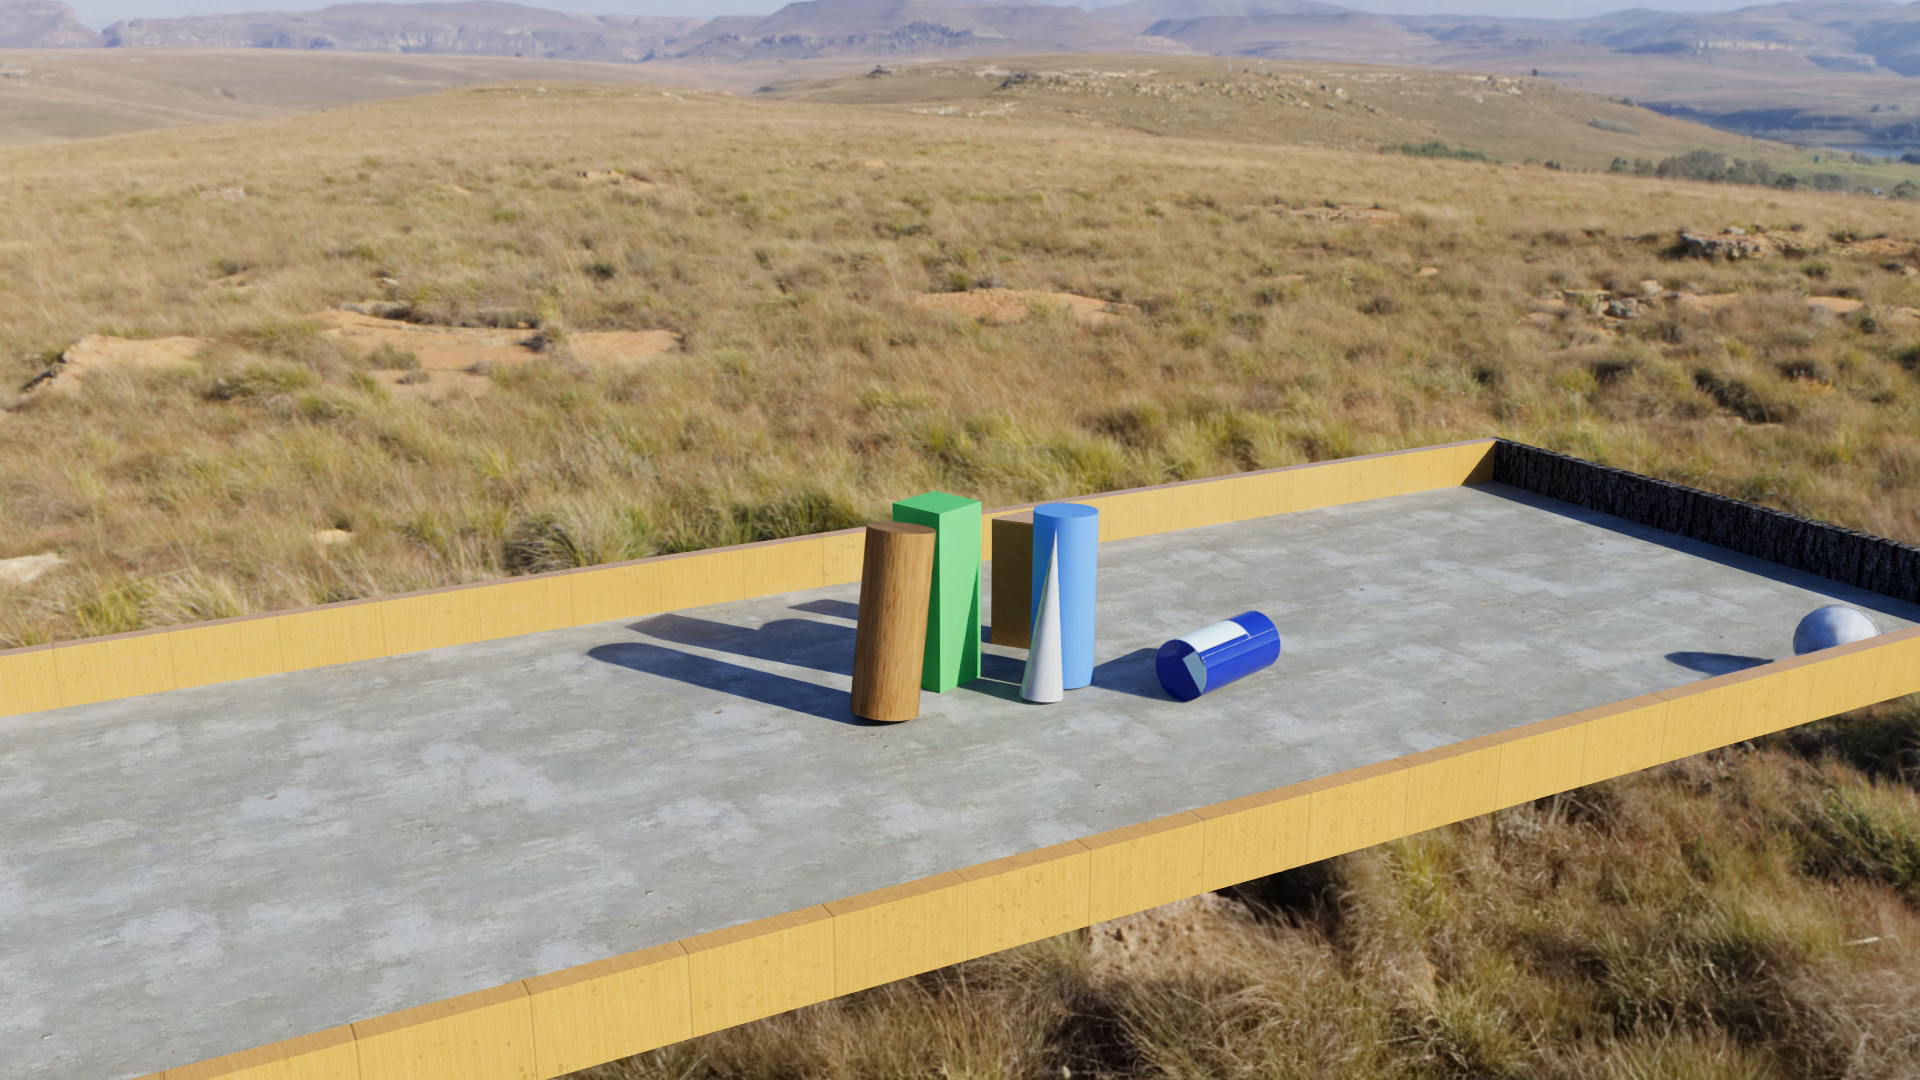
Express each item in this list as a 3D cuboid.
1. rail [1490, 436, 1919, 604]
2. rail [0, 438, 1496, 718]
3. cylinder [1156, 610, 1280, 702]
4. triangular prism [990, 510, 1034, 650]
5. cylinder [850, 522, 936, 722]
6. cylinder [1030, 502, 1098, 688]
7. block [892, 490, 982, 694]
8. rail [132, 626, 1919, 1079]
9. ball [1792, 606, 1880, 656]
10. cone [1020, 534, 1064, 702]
[{"bbox_3d":[2.466,-0.048,5.253,0.050,0.150,2.100,-9,18,-27],"label":"rail"},{"bbox_3d":[-3.305,0.497,3.399,12.000,0.150,0.050,-9,18,-27],"label":"rail"},{"bbox_3d":[0.645,0.286,4.109,0.155,0.155,0.309,16,23,43],"label":"cylinder"},{"bbox_3d":[0.168,0.102,4.389,0.136,0.348,0.117,7,18,23],"label":"triangular prism"},{"bbox_3d":[-0.159,0.189,3.887,0.164,0.444,0.164,6,9,-1],"label":"cylinder"},{"bbox_3d":[0.258,0.138,4.103,0.161,0.435,0.161,1,14,0],"label":"cylinder"},{"bbox_3d":[-0.057,0.128,4.106,0.154,0.460,0.154,14,21,39],"label":"block"},{"bbox_3d":[-2.336,1.006,1.665,12.000,0.150,0.050,-9,18,-27],"label":"rail"},{"bbox_3d":[2.190,0.261,4.122,0.194,0.194,0.194,0,16,0],"label":"ball"},{"bbox_3d":[0.215,0.178,3.995,0.108,0.415,0.108,4,10,-1],"label":"cone"}]
